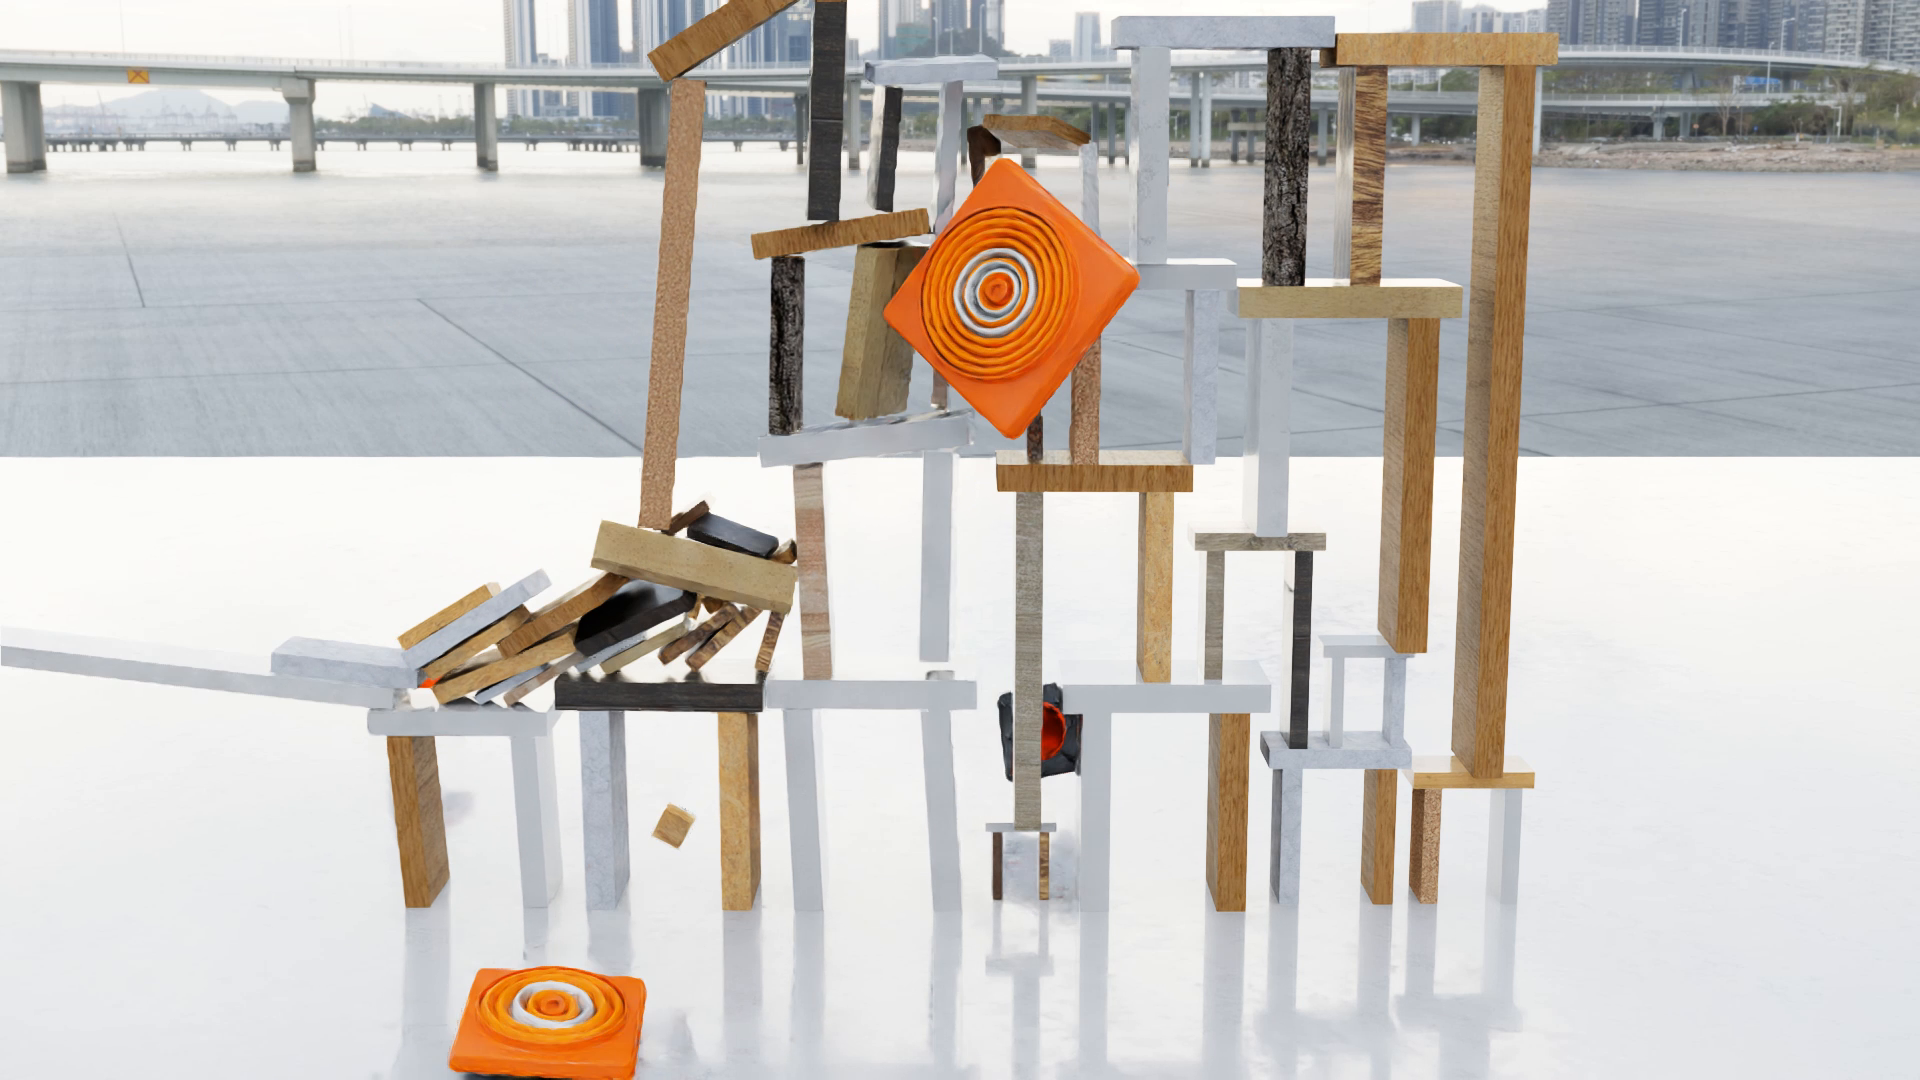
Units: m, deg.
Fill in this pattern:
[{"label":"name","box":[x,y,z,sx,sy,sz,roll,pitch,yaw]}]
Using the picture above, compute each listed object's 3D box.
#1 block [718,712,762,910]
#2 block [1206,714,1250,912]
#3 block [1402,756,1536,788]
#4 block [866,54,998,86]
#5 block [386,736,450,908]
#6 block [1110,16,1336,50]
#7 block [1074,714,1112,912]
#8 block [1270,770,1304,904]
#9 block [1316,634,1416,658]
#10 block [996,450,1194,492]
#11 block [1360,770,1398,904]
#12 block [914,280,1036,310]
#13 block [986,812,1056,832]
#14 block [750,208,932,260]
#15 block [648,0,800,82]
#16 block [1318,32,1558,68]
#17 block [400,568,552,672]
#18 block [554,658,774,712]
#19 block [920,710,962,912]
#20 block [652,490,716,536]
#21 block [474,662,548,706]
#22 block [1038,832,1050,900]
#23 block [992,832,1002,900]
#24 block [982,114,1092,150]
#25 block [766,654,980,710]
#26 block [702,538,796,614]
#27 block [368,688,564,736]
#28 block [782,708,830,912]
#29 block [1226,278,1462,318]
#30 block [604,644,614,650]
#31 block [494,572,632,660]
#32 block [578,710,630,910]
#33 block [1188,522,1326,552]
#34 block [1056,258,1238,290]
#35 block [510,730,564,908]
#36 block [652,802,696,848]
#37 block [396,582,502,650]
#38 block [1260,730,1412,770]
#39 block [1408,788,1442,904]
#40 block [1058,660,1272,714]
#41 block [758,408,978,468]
[{"label":"block","box":[-0.364,0.424,3.641,0.048,0.336,0.168,0,11,1]},{"label":"block","box":[0.442,0.426,3.636,0.047,0.334,0.167,0,11,0]},{"label":"block","box":[0.838,0.383,3.629,0.197,0.028,0.099,0,11,0]},{"label":"block","box":[-0.045,-0.734,3.433,0.192,0.027,0.096,-5,19,-10]},{"label":"block","box":[-0.897,0.446,3.647,0.041,0.289,0.144,-4,11,1]},{"label":"block","box":[0.404,-0.786,3.413,0.328,0.046,0.164,0,11,-1]},{"label":"block","box":[0.220,0.426,3.636,0.047,0.334,0.167,0,11,0]},{"label":"block","box":[0.541,0.475,3.652,0.033,0.231,0.116,0,11,0]},{"label":"block","box":[0.662,0.174,3.593,0.148,0.021,0.074,0,11,0]},{"label":"block","box":[0.213,-0.111,3.542,0.310,0.044,0.155,0,11,0]},{"label":"block","box":[0.695,0.475,3.652,0.033,0.231,0.116,0,11,0]},{"label":"block","box":[0.023,-0.393,3.523,0.174,0.025,0.087,6,-3,30]},{"label":"block","box":[0.100,0.467,3.644,0.117,0.017,0.059,0,11,0]},{"label":"block","box":[-0.187,-0.486,3.492,0.277,0.039,0.139,-9,7,1]},{"label":"block","box":[-0.317,-0.828,3.415,0.349,0.049,0.175,-31,12,6]},{"label":"block","box":[0.739,-0.760,3.416,0.335,0.047,0.167,0,11,0]},{"label":"block","box":[-0.783,0.128,3.569,0.238,0.034,0.119,-31,4,10]},{"label":"block","box":[-0.480,0.236,3.604,0.336,0.048,0.168,0,11,2]},{"label":"block","box":[-0.030,0.422,3.637,0.048,0.338,0.169,-3,11,1]},{"label":"block","box":[-0.459,-0.028,3.572,0.135,0.019,0.067,-35,12,10]},{"label":"block","box":[-0.734,0.227,3.600,0.121,0.017,0.061,-28,12,6]},{"label":"block","box":[0.139,0.533,3.656,0.017,0.117,0.059,0,11,0]},{"label":"block","box":[0.061,0.533,3.656,0.017,0.117,0.059,0,11,0]},{"label":"block","box":[0.122,-0.658,3.551,0.086,0.024,0.173,18,-2,-39]},{"label":"block","box":[-0.139,0.231,3.600,0.338,0.048,0.169,0,11,2]},{"label":"block","box":[-0.339,0.059,3.577,0.168,0.024,0.084,-32,10,6]},{"label":"block","box":[-0.811,0.283,3.617,0.289,0.041,0.144,0,11,0]},{"label":"block","box":[-0.253,0.422,3.637,0.048,0.338,0.169,-2,11,1]},{"label":"block","box":[0.604,-0.383,3.483,0.345,0.049,0.172,0,11,0]},{"label":"block","box":[-0.516,0.126,3.584,0.152,0.022,0.076,-26,15,6]},{"label":"block","box":[-0.633,0.112,3.520,0.224,0.032,0.112,-28,10,30]},{"label":"block","box":[-0.587,0.424,3.640,0.048,0.336,0.168,0,10,0]},{"label":"block","box":[0.479,-0.007,3.559,0.211,0.030,0.105,0,11,-1]},{"label":"block","box":[0.292,-0.421,3.476,0.275,0.039,0.138,0,11,0]},{"label":"block","box":[-0.701,0.446,3.647,0.041,0.289,0.144,-2,11,0]},{"label":"block","box":[-0.447,0.447,3.438,0.048,0.096,0.014,29,52,-2]},{"label":"block","box":[-0.842,0.125,3.636,0.171,0.024,0.086,-31,1,2]},{"label":"block","box":[0.618,0.346,3.628,0.231,0.033,0.116,0,11,0]},{"label":"block","box":[0.772,0.493,3.650,0.028,0.197,0.099,0,11,0]},{"label":"block","box":[0.331,0.239,3.601,0.334,0.047,0.167,0,11,0]},{"label":"block","box":[-0.145,-0.165,3.541,0.334,0.047,0.167,-6,7,5]}]
